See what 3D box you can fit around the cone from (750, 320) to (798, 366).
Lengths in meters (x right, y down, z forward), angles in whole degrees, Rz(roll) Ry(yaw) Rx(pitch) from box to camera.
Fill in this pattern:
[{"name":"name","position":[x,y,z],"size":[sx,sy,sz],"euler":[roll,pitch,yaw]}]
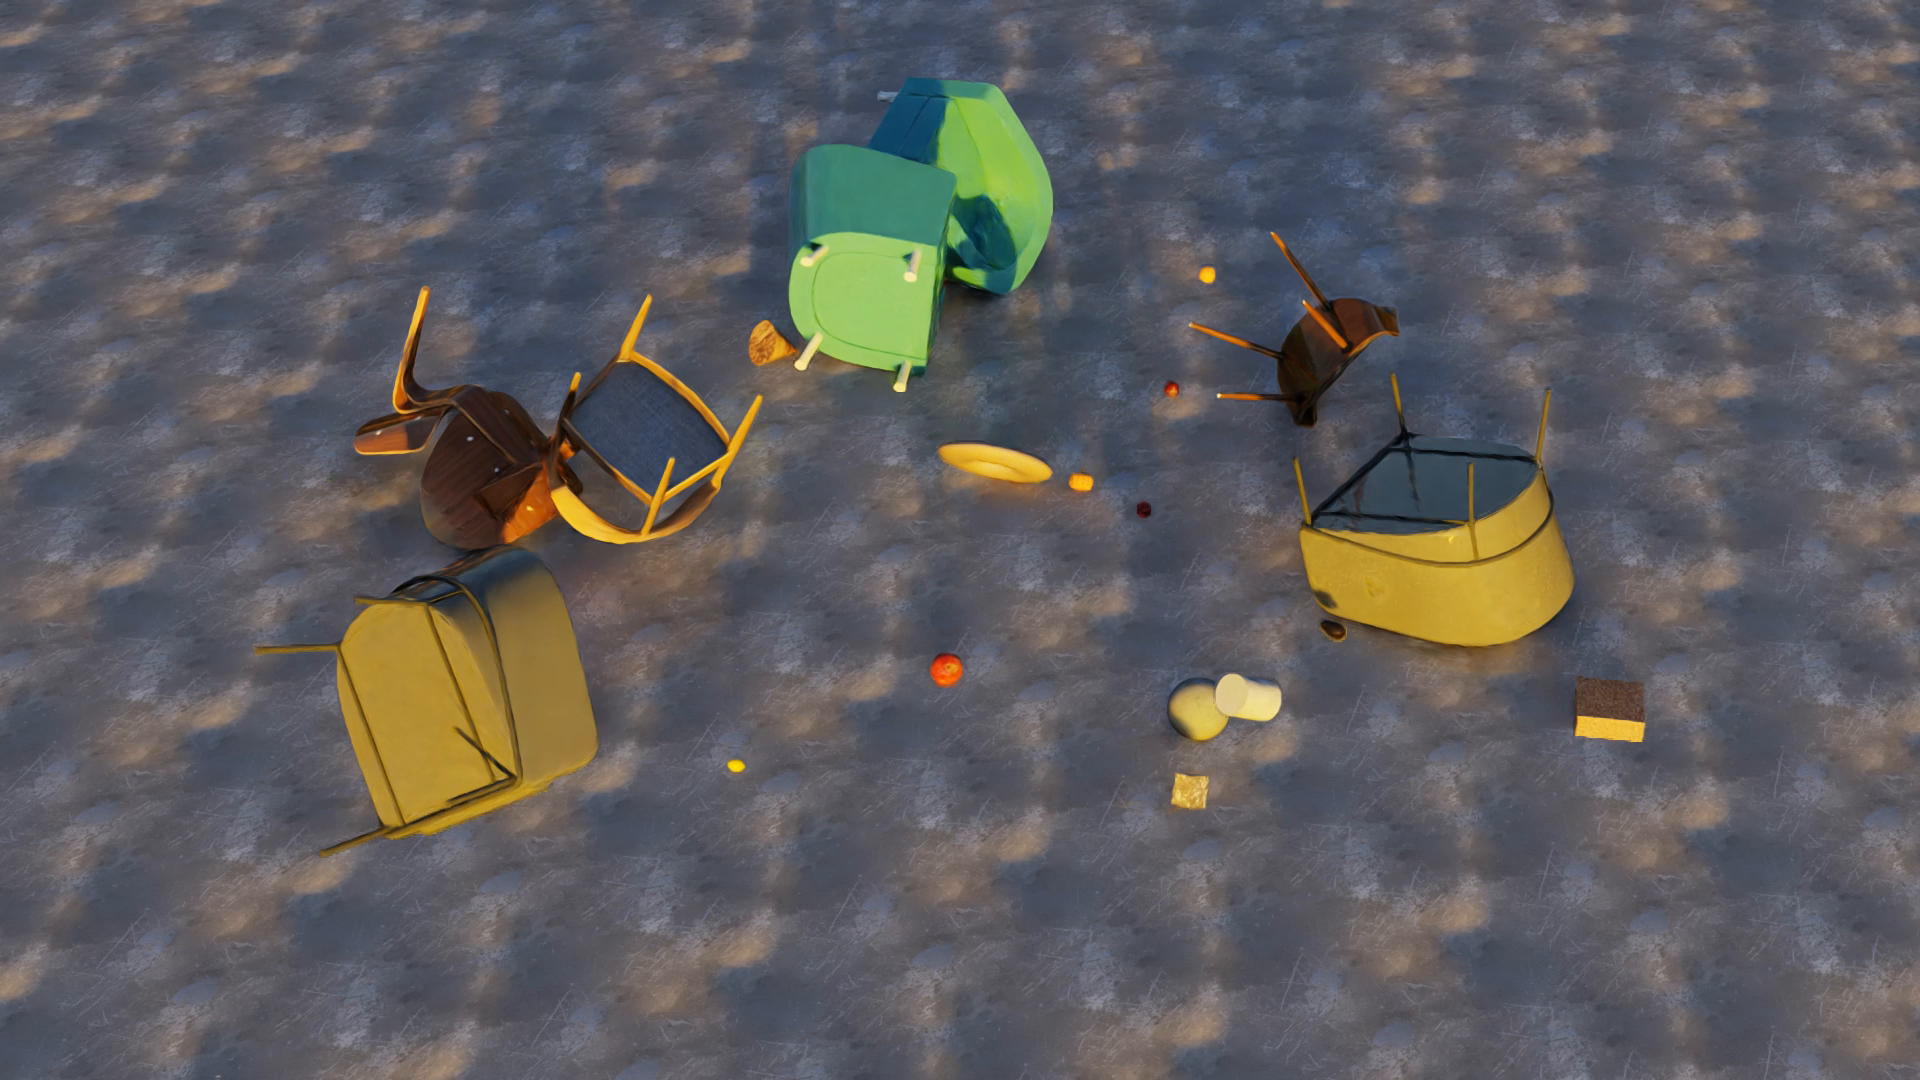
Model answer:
[{"name":"cone","position":[-0.740,-0.794,12.072],"size":[0.184,0.186,0.192],"euler":[11,63,-38]}]

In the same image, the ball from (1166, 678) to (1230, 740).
[{"name":"ball","position":[0.805,0.569,9.887],"size":[0.213,0.213,0.213],"euler":[0,33,0]}]

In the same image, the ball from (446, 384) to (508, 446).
[{"name":"ball","position":[-1.892,-0.491,11.472],"size":[0.239,0.239,0.239],"euler":[0,33,0]}]

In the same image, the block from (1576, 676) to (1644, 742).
[{"name":"block","position":[2.213,0.577,9.992],"size":[0.220,0.084,0.229],"euler":[5,34,8]}]

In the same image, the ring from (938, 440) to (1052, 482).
[{"name":"ring","position":[0.133,-0.298,11.076],"size":[0.441,0.071,0.514],"euler":[11,-7,7]}]

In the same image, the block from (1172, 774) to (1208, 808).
[{"name":"block","position":[0.751,0.818,9.575],"size":[0.076,0.100,0.081],"euler":[8,0,36]}]

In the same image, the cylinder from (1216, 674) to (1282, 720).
[{"name":"cylinder","position":[0.924,0.504,9.403],"size":[0.166,0.136,0.136],"euler":[11,-17,-43]}]
